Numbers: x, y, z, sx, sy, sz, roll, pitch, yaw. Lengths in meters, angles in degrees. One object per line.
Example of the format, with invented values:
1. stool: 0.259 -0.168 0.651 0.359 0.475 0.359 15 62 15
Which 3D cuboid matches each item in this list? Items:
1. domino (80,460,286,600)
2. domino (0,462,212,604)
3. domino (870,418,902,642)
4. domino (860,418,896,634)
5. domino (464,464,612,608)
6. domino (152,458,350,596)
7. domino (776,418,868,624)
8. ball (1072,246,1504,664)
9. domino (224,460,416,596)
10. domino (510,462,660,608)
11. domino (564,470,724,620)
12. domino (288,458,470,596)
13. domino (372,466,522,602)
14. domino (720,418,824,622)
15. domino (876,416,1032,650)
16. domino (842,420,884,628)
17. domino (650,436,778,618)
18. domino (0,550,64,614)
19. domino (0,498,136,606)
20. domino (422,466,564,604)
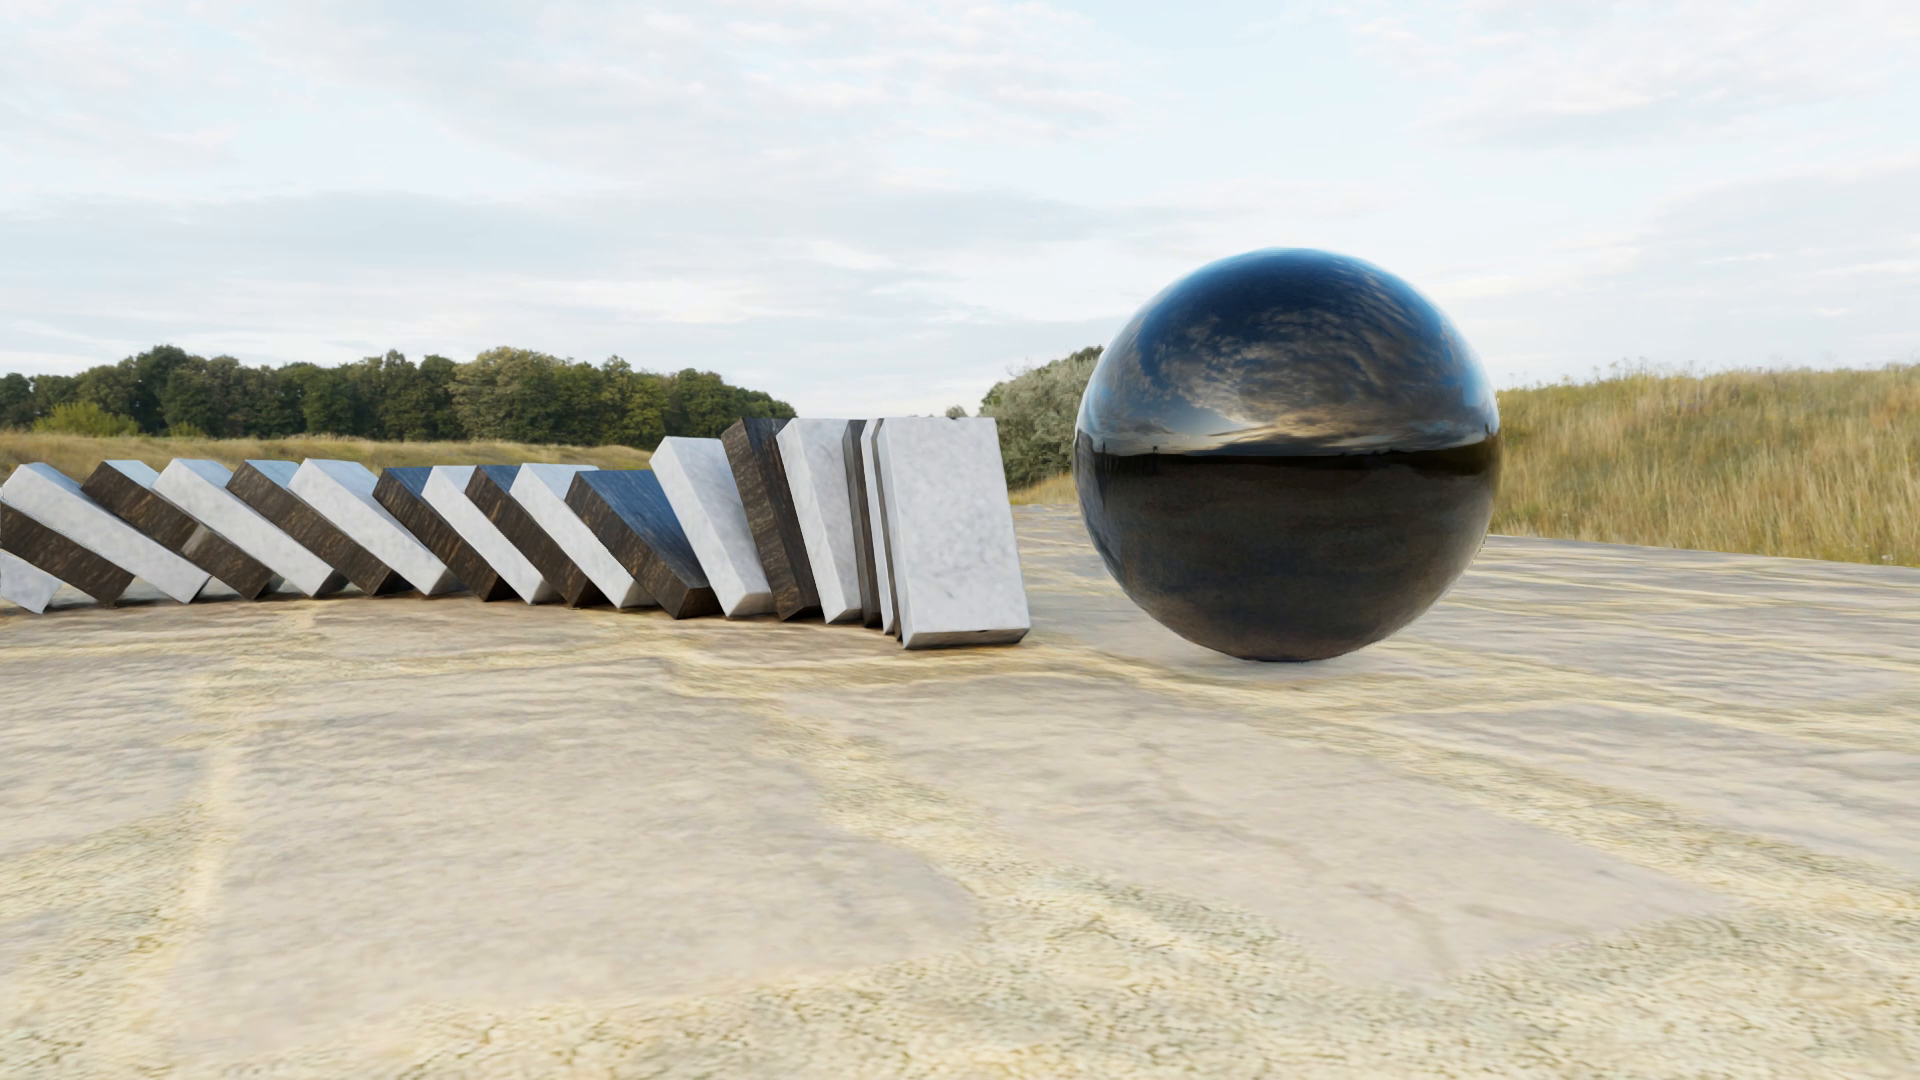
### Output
1. domino: -0.210 -0.003 0.352 0.050 0.009 0.025 38 -6 -14
2. domino: -0.225 -0.002 0.342 0.050 0.010 0.025 38 -12 -22
3. domino: -0.004 -0.003 0.286 0.025 0.050 0.010 -1 -25 -17
4. domino: -0.007 -0.004 0.297 0.025 0.050 0.009 -1 -25 -17
5. domino: -0.108 -0.002 0.347 0.050 0.010 0.025 40 20 22
6. domino: -0.195 -0.004 0.358 0.050 0.009 0.025 37 -3 -7
7. domino: -0.026 -0.005 0.315 0.025 0.050 0.009 -3 -22 -38
8. ball: 0.062 -0.016 0.249 0.080 0.080 0.080 0 4 0
9. domino: -0.177 -0.004 0.362 0.050 0.009 0.025 37 3 0
10. domino: -0.094 -0.002 0.340 0.050 0.010 0.025 41 21 24
11. domino: -0.076 0.000 0.329 0.050 0.009 0.025 41 26 26
12. domino: -0.161 -0.004 0.363 0.050 0.009 0.025 37 5 4
13. domino: -0.139 -0.003 0.362 0.050 0.010 0.025 38 18 18
14. domino: -0.040 -0.006 0.319 0.025 0.050 0.010 -5 -21 -48
15. domino: -0.002 -0.002 0.275 0.025 0.050 0.010 -1 -25 -17
16. domino: -0.012 -0.005 0.306 0.025 0.050 0.010 -1 -25 -17
17. domino: -0.057 -0.004 0.325 0.025 0.050 0.009 -1 -38 -48
18. domino: -0.251 0.001 0.316 0.025 0.010 0.050 5 -28 46
19. domino: -0.240 -0.001 0.330 0.050 0.009 0.025 39 -19 -29
20. domino: -0.123 -0.002 0.355 0.050 0.010 0.025 40 20 21
